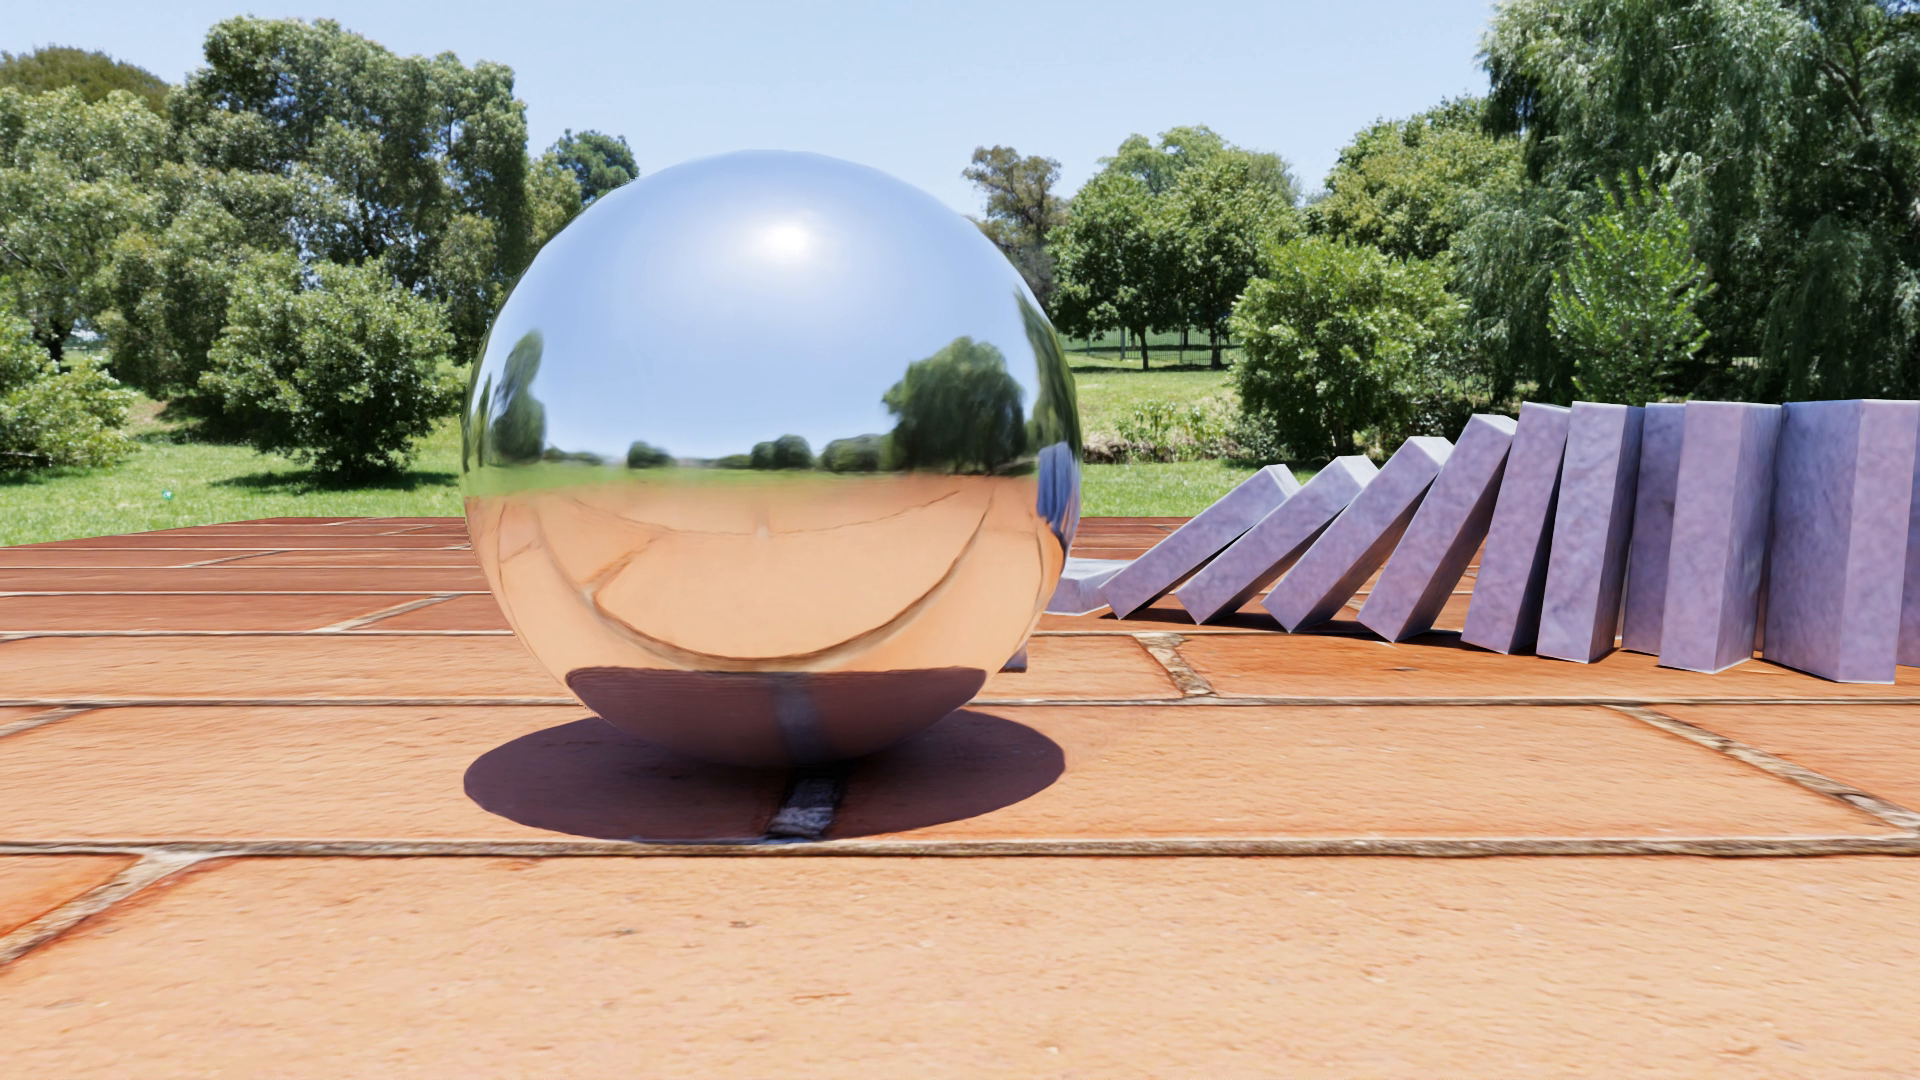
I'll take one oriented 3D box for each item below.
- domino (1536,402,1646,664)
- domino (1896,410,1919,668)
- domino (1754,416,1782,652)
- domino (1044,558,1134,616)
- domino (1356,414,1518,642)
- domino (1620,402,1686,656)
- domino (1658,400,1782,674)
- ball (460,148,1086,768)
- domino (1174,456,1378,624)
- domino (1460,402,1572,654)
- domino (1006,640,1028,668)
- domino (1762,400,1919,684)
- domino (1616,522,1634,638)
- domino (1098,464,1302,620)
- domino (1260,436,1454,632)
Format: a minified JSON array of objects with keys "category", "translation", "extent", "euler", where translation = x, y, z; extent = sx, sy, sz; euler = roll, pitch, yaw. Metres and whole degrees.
[{"category":"domino","translation":[0.127,-0.002,0.258],"extent":[0.010,0.050,0.025],"euler":[11,10,36]},{"category":"domino","translation":[0.188,-0.001,0.244],"extent":[0.009,0.050,0.025],"euler":[-2,5,-26]},{"category":"domino","translation":[0.171,-0.002,0.258],"extent":[0.010,0.050,0.025],"euler":[-1,4,-20]},{"category":"domino","translation":[0.029,0.012,0.346],"extent":[0.025,0.010,0.050],"euler":[2,5,25]},{"category":"domino","translation":[0.106,-0.003,0.278],"extent":[0.010,0.050,0.025],"euler":[36,24,30]},{"category":"domino","translation":[0.149,-0.003,0.263],"extent":[0.025,0.050,0.010],"euler":[-2,8,-33]},{"category":"domino","translation":[0.146,-0.001,0.246],"extent":[0.025,0.050,0.010],"euler":[-4,9,-44]},{"category":"ball","translation":[-0.024,-0.010,0.170],"extent":[0.080,0.080,0.080],"euler":[0,4,0]},{"category":"domino","translation":[0.076,0.000,0.302],"extent":[0.050,0.009,0.025],"euler":[-44,-18,26]},{"category":"domino","translation":[0.119,-0.003,0.267],"extent":[0.010,0.050,0.025],"euler":[18,14,35]},{"category":"domino","translation":[0.001,0.004,0.260],"extent":[0.025,0.009,0.050],"euler":[0,43,3]},{"category":"domino","translation":[0.163,-0.001,0.238],"extent":[0.010,0.050,0.025],"euler":[2,5,4]},{"category":"domino","translation":[0.140,-0.004,0.283],"extent":[0.025,0.050,0.010],"euler":[-1,4,-7]},{"category":"domino","translation":[0.059,0.000,0.313],"extent":[0.050,0.009,0.025],"euler":[-38,-11,22]},{"category":"domino","translation":[0.092,-0.001,0.290],"extent":[0.010,0.050,0.025],"euler":[48,29,23]}]
